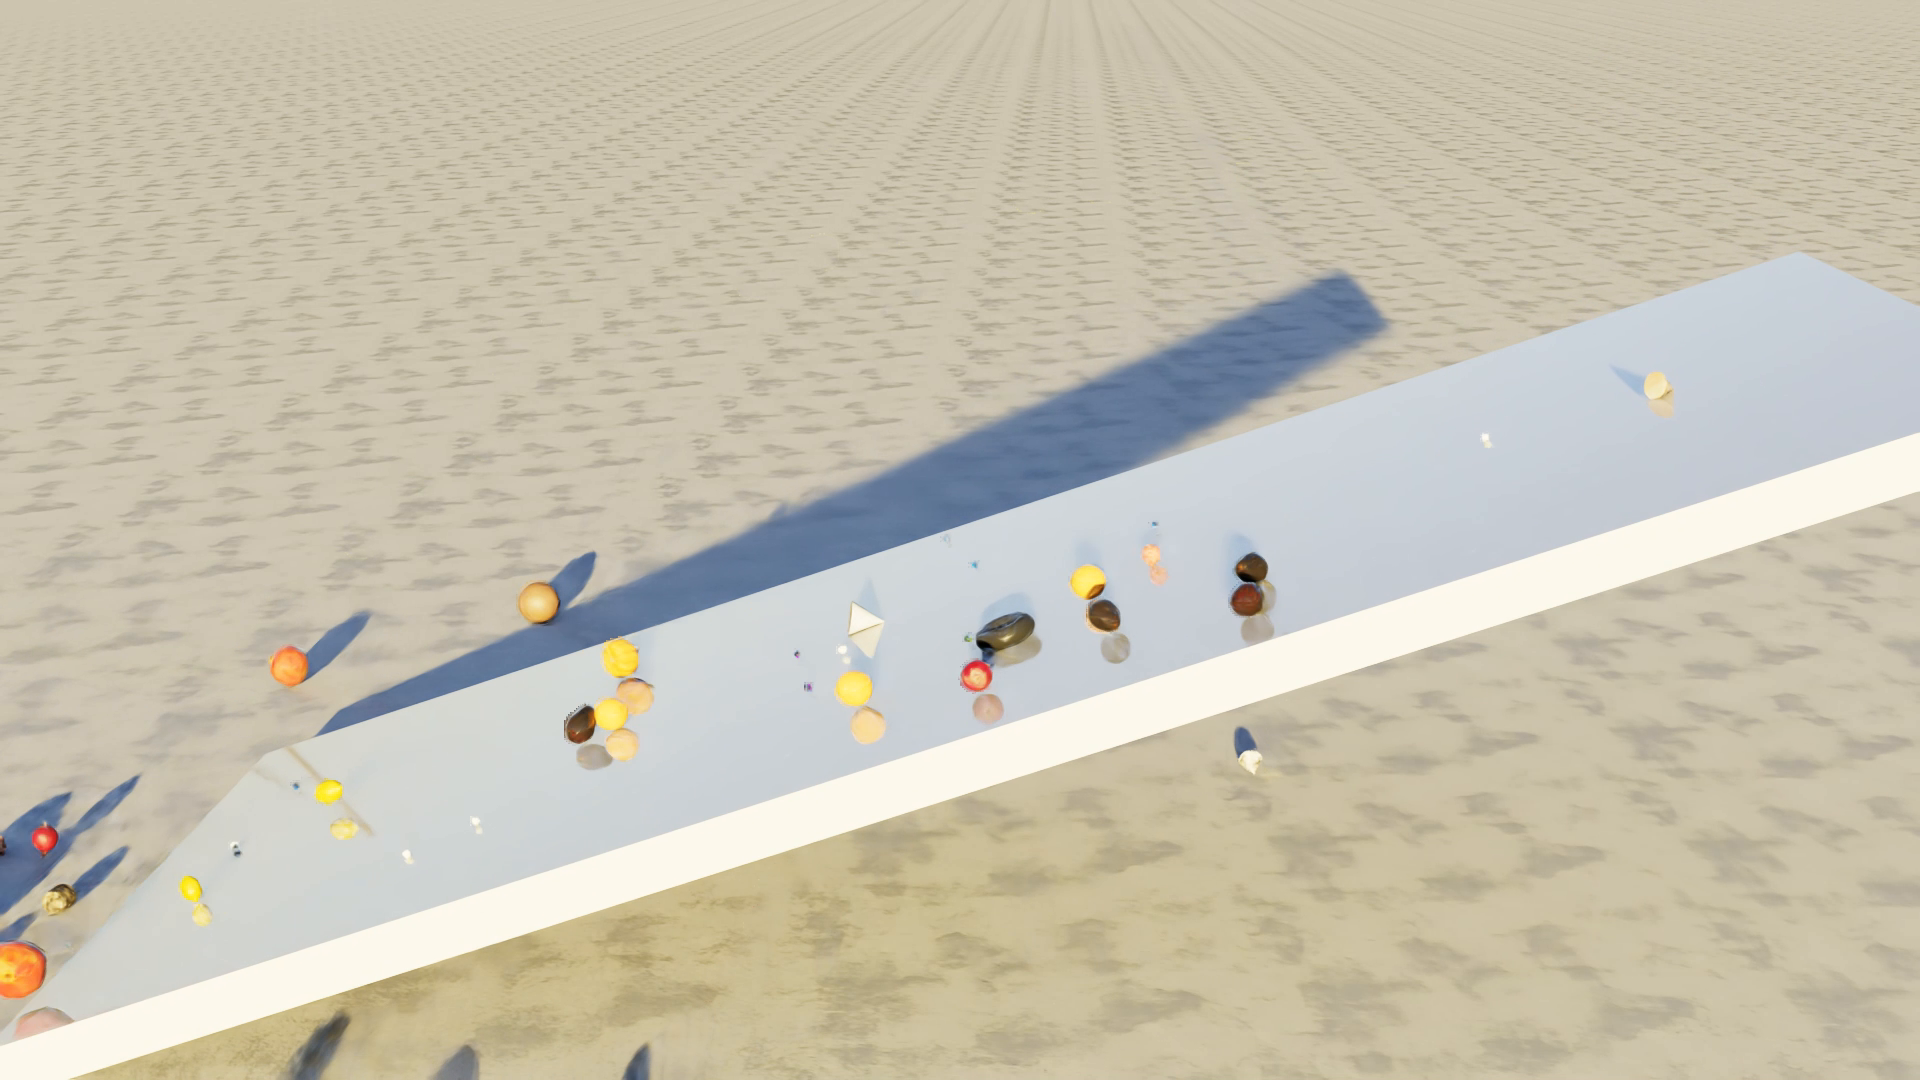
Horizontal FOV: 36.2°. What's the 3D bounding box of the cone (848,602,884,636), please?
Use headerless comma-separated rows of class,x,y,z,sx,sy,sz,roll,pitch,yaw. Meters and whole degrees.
cone,-0.205,0.177,6.501,0.078,0.078,0.078,7,11,-7

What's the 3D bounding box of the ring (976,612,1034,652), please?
ring,0.091,0.185,5.927,0.127,0.042,0.127,-21,14,5

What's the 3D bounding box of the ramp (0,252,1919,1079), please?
ramp,0.107,0.180,6.305,4.000,0.100,2.000,-18,11,6

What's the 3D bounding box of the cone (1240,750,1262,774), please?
cone,0.759,0.590,7.642,0.060,0.060,0.060,-1,39,-4

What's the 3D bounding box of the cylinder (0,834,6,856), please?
cylinder,-2.292,0.724,6.915,0.066,0.066,0.066,7,15,29
